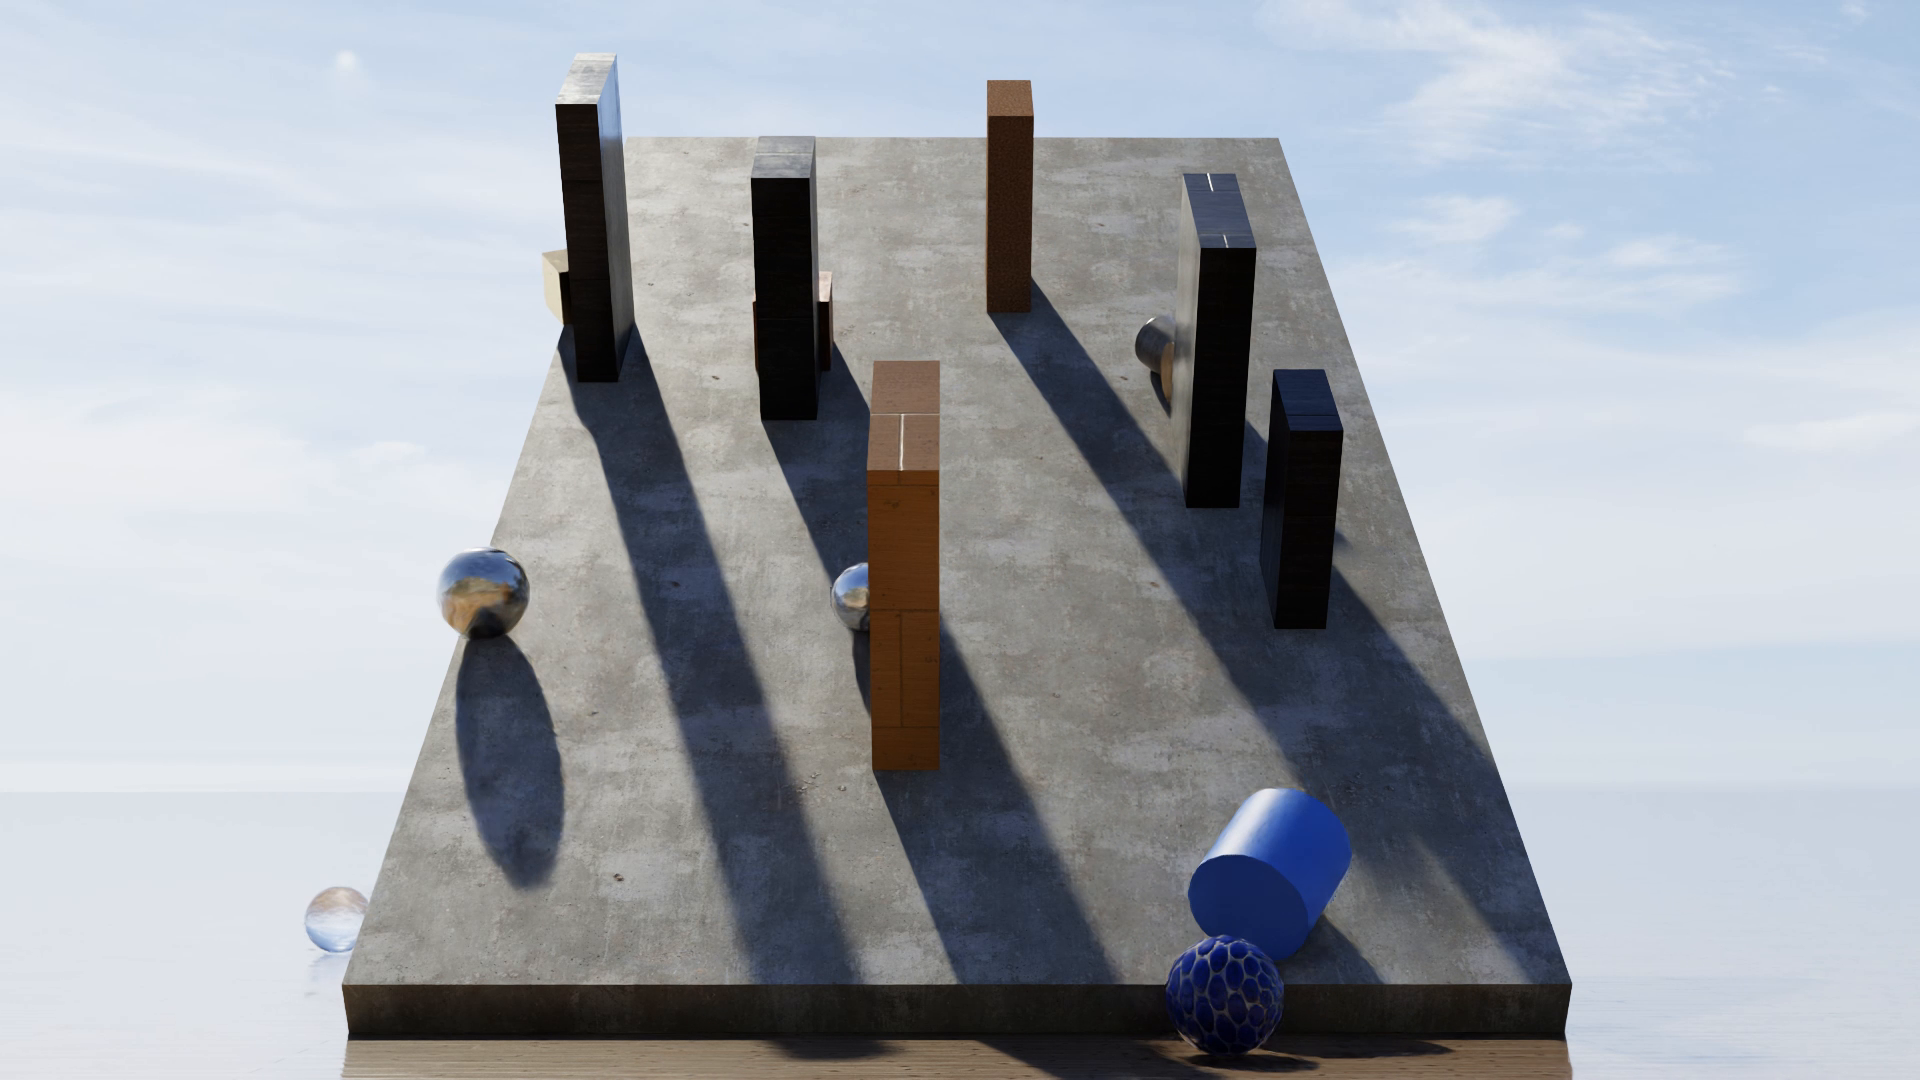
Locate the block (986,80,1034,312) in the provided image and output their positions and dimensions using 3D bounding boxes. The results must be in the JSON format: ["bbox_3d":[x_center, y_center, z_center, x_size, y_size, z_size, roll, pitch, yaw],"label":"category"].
[{"bbox_3d":[0.126,-0.890,6.232,0.113,0.533,0.276,0,29,0],"label":"block"}]

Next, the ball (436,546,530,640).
[{"bbox_3d":[-0.954,0.105,4.810,0.186,0.186,0.186,0,-6,0],"label":"ball"}]

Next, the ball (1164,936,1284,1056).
[{"bbox_3d":[0.397,0.684,3.611,0.179,0.179,0.179,0,-6,0],"label":"ball"}]

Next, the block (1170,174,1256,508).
[{"bbox_3d":[0.559,-0.446,5.358,0.117,0.618,0.433,0,29,0],"label":"block"}]

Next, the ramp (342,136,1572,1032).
[{"bbox_3d":[-0.013,-0.215,5.676,2.000,0.100,4.000,0,29,0],"label":"ramp"}]

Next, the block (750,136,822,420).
[{"bbox_3d":[-0.405,-0.615,5.664,0.132,0.607,0.275,0,29,0],"label":"block"}]

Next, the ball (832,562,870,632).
[{"bbox_3d":[-0.189,0.115,4.845,0.139,0.139,0.139,0,-6,0],"label":"ball"}]

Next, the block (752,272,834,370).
[{"bbox_3d":[-0.412,-0.544,5.968,0.185,0.185,0.185,0,29,0],"label":"block"}]

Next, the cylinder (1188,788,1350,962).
[{"bbox_3d":[0.516,0.554,3.994,0.208,0.208,0.208,-4,24,32],"label":"cylinder"}]

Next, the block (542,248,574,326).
[{"bbox_3d":[-0.983,-0.660,6.211,0.146,0.146,0.146,-14,32,-23],"label":"block"}]

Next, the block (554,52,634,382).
[{"bbox_3d":[-0.884,-0.785,5.860,0.097,0.708,0.374,0,29,0],"label":"block"}]

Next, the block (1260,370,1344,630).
[{"bbox_3d":[0.690,-0.084,4.886,0.104,0.450,0.277,0,29,0],"label":"block"}]

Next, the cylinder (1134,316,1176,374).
[{"bbox_3d":[0.520,-0.462,5.878,0.135,0.135,0.135,4,24,-33],"label":"cylinder"}]

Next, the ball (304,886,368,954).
[{"bbox_3d":[-1.504,0.918,5.824,0.162,0.162,0.162,0,-6,0],"label":"ball"}]

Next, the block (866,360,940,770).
[{"bbox_3d":[-0.100,0.044,4.477,0.124,0.624,0.443,0,29,0],"label":"block"}]
